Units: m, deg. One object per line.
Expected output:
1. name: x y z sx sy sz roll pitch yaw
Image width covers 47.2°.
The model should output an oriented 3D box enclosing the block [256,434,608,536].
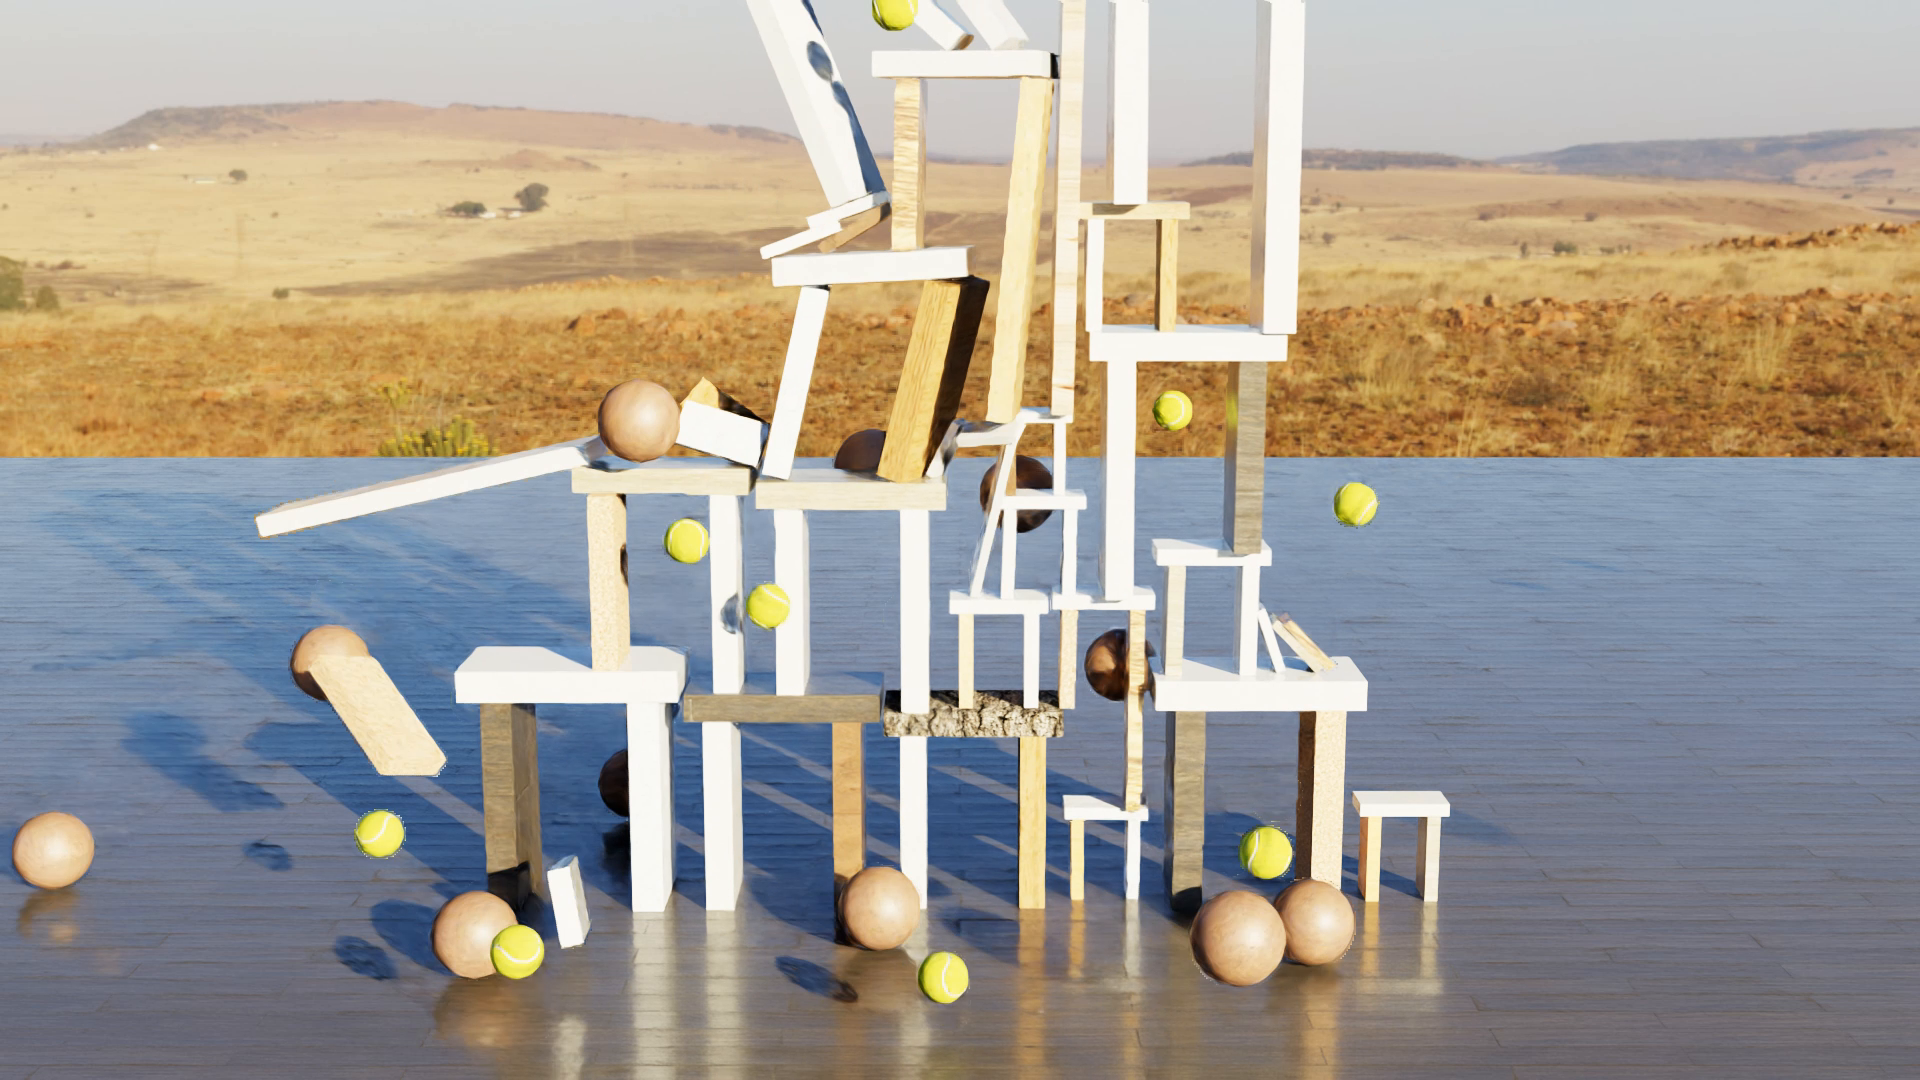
1. block: -0.856 -0.090 3.576 0.562 0.033 0.115 -12 10 8

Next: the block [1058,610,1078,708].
1. block: 0.175 0.185 3.590 0.023 0.164 0.082 1 11 0

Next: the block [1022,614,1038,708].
1. block: 0.115 0.187 3.590 0.022 0.158 0.079 0 12 -1

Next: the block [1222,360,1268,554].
1. block: 0.456 -0.142 3.527 0.043 0.306 0.153 0 11 0

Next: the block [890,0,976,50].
1. block: -0.097 -0.855 3.398 0.267 0.038 0.134 42 13 0

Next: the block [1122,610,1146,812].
1. block: 0.285 0.270 3.605 0.023 0.337 0.082 0 11 0

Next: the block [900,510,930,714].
1. block: -0.071 0.102 3.578 0.043 0.331 0.151 0 10 1

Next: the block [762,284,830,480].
1. block: -0.262 -0.258 3.522 0.043 0.302 0.151 12 9 -5

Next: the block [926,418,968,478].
1. block: -0.019 -0.148 3.525 0.014 0.098 0.049 32 20 14

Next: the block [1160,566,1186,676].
1. block: 0.347 0.122 3.581 0.026 0.182 0.091 1 11 0

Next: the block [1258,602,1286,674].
1. block: 0.504 0.159 3.588 0.015 0.108 0.054 -19 10 3

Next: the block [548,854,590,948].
1. block: -0.602 0.554 3.386 0.033 0.115 0.230 -11 -2 -8

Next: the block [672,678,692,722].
1. block: -0.505 0.300 3.844 0.020 0.071 0.142 32 26 -5

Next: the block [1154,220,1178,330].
1. block: 0.326 -0.421 3.477 0.025 0.174 0.087 0 11 0

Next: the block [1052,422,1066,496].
1. block: 0.158 -0.135 3.527 0.017 0.118 0.059 0 12 -1

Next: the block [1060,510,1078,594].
1. block: 0.176 0.012 3.554 0.020 0.140 0.070 1 12 -1

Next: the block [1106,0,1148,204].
1. block: 0.260 -0.704 3.421 0.050 0.354 0.177 0 11 0

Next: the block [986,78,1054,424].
1. block: 0.093 -0.444 3.369 0.037 0.516 0.132 7 12 6

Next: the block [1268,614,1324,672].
1. block: 0.546 0.168 3.587 0.015 0.108 0.054 -43 8 7

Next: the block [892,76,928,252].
1. block: -0.078 -0.588 3.443 0.037 0.264 0.132 2 10 4

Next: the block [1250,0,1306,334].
1. block: 0.495 -0.607 3.442 0.050 0.552 0.177 0 11 0

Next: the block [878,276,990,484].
1. block: -0.041 -0.258 3.491 0.043 0.322 0.151 21 18 21

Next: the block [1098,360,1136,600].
1. block: 0.252 -0.106 3.536 0.043 0.381 0.153 0 11 0

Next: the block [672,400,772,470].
1. block: -0.380 -0.168 3.504 0.142 0.071 0.020 17 -9 6

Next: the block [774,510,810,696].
1. block: -0.272 0.087 3.575 0.043 0.301 0.151 0 11 0

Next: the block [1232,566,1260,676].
1. block: 0.466 0.122 3.582 0.026 0.182 0.091 0 11 0

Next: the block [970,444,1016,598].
1. block: 0.051 -0.042 3.491 0.014 0.292 0.049 8 32 -8

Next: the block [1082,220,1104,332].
1. block: 0.210 -0.421 3.477 0.025 0.174 0.087 1 11 -1

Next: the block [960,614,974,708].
1. block: 0.010 0.188 3.589 0.022 0.158 0.079 0 12 0

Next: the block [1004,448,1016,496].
1. block: 0.080 -0.134 3.523 0.017 0.118 0.059 0 12 -1

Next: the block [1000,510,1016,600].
1. block: 0.078 0.016 3.553 0.020 0.148 0.070 2 12 0

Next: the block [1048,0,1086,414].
1. block: 0.167 -0.596 3.427 0.033 0.793 0.117 1 12 -1

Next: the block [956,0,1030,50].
1. block: 0.011 -0.850 3.363 0.033 0.235 0.117 -37 -3 19

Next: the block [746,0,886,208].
1. block: -0.238 -0.731 3.451 0.038 0.419 0.134 -20 5 26

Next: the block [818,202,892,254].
1. block: -0.160 -0.491 3.462 0.131 0.018 0.065 -30 6 9

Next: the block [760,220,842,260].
1. block: -0.251 -0.474 3.477 0.131 0.018 0.065 -20 6 0
